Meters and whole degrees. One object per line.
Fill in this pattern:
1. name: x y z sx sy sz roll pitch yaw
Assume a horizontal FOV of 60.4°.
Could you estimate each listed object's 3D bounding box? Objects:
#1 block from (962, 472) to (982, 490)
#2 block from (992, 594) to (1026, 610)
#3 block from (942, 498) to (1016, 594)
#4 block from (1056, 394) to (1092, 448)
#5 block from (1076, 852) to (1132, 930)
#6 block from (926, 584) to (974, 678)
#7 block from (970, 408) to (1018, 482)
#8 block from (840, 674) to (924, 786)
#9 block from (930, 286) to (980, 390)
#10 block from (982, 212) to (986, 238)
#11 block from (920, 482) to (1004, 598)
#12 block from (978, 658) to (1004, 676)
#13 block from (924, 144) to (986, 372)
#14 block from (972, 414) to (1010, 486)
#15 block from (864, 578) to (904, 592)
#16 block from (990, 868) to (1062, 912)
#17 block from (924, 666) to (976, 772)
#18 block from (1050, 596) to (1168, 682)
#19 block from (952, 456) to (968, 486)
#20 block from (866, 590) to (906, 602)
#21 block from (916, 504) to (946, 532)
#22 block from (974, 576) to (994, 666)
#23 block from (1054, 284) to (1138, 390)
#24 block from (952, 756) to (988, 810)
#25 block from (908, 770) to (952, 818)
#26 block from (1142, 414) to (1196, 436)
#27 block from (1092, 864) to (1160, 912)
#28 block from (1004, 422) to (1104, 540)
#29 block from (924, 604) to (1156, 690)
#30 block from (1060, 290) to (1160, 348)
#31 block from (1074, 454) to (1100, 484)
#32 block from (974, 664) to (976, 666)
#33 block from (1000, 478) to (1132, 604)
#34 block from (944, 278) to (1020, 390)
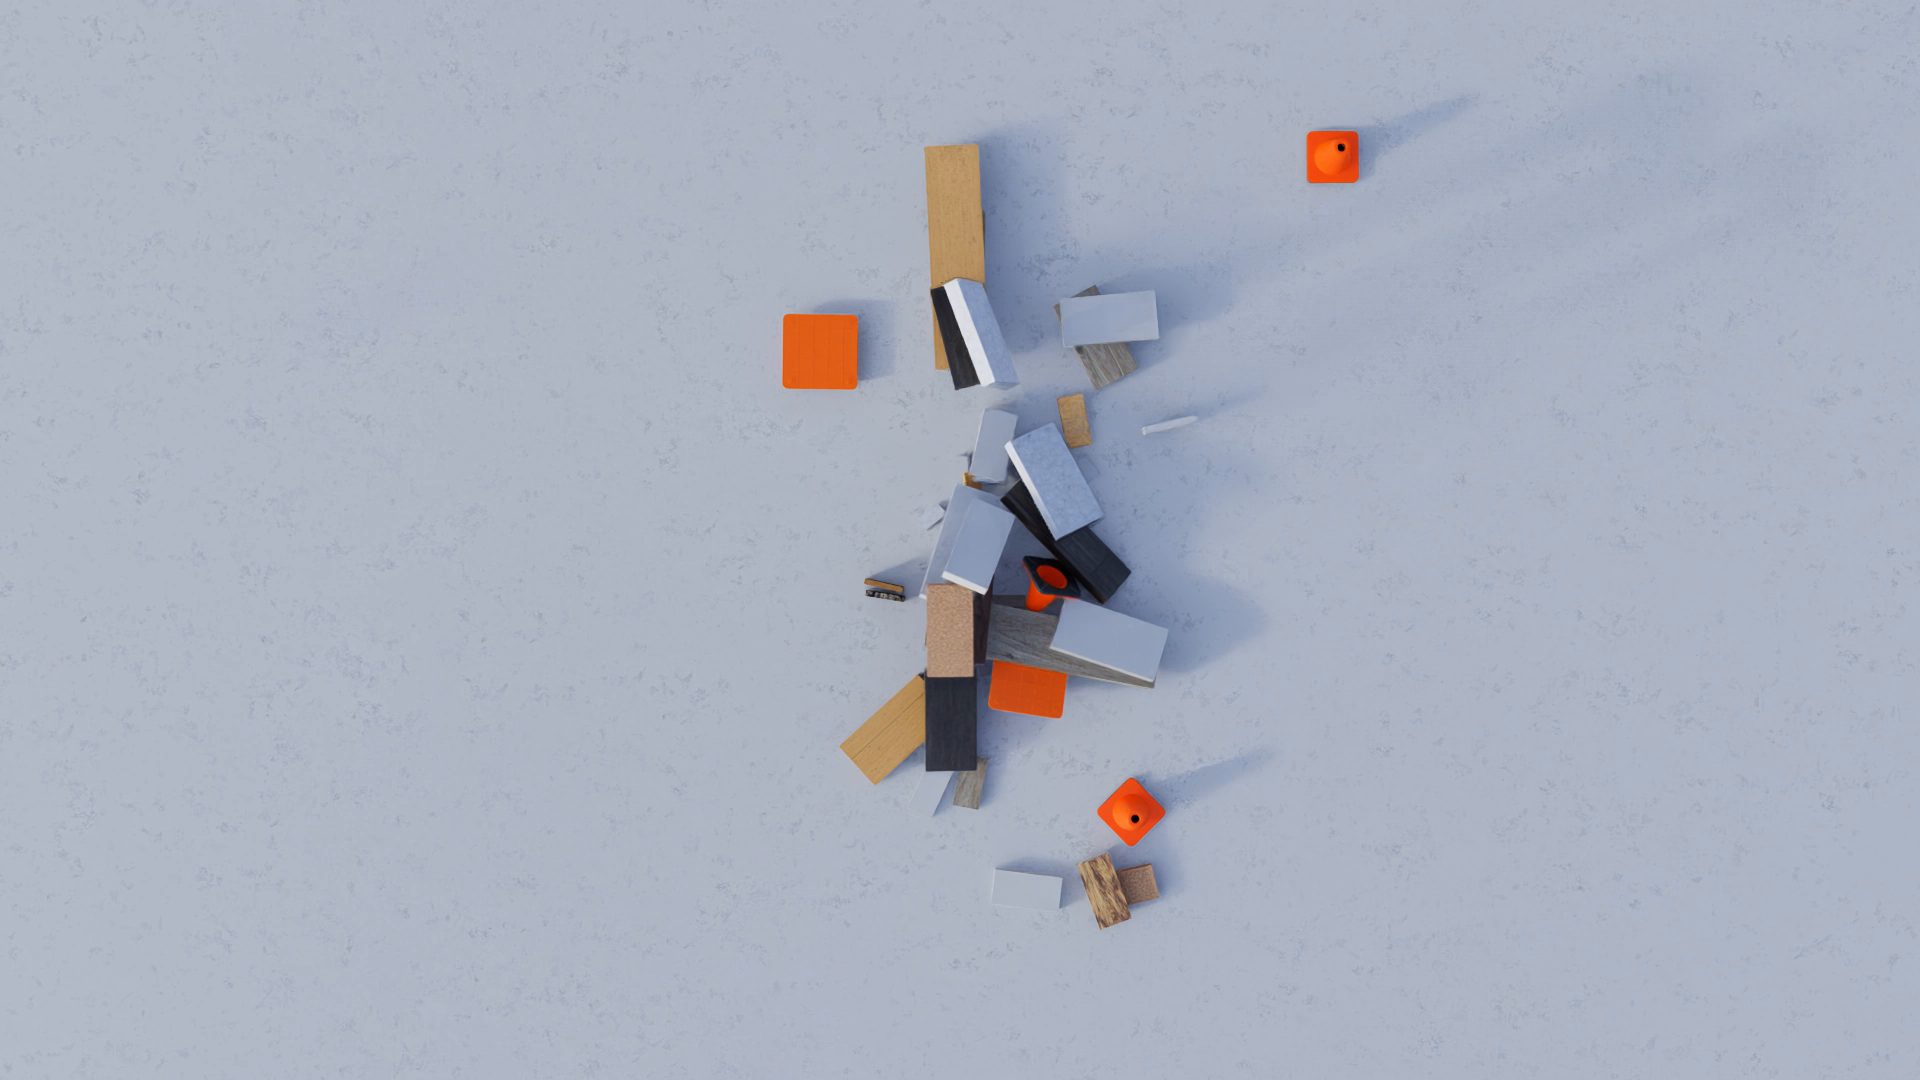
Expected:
1. block: 0.045 -0.175 5.482 0.053 0.015 0.105 -12 93 -19
2. block: 0.138 0.223 5.489 0.161 0.023 0.081 0 90 0
3. block: 0.062 0.018 5.293 0.148 0.042 0.296 23 59 -2
4. block: 0.381 -0.395 5.488 0.086 0.024 0.172 -11 90 0
5. block: 0.476 1.160 5.452 0.113 0.032 0.225 -20 90 0
6. block: -0.031 0.289 5.282 0.148 0.042 0.296 0 97 -1
7. block: 0.110 -0.314 5.437 0.112 0.032 0.225 13 85 -7
8. block: -0.210 0.629 5.475 0.353 0.050 0.176 -42 90 0
9. block: -0.002 -0.663 5.349 0.113 0.032 0.345 -14 76 0
10. block: 0.002 -0.874 5.478 0.156 0.044 0.430 1 90 0
11. block: 0.008 0.025 5.369 0.169 0.048 0.394 19 74 -3
12. block: 0.097 0.368 5.489 0.081 0.023 0.161 -7 90 0
13. block: -0.010 -0.928 5.431 0.177 0.050 0.732 -3 90 0
14. block: 0.111 -0.300 5.469 0.113 0.032 0.225 6 86 -8
15. block: -0.252 0.150 5.468 0.129 0.064 0.018 13 90 0
16. block: 0.222 1.162 5.484 0.225 0.032 0.112 7 90 0
17. block: -0.031 0.589 5.426 0.169 0.048 0.338 -1 96 -5
18. block: 0.490 0.324 5.408 0.353 0.050 0.176 18 77 -1
19. block: 0.002 -0.224 5.493 0.053 0.015 0.105 -3 90 0
20. block: -0.248 0.186 5.468 0.129 0.064 0.018 9 90 0
21. block: -0.096 -0.076 5.493 0.095 0.014 0.048 -38 90 0
22. block: 0.012 0.230 5.378 0.169 0.048 0.338 7 79 -6
23. block: 0.450 -0.671 5.478 0.156 0.044 0.312 -27 90 0
24. block: 0.036 0.803 5.488 0.086 0.024 0.173 11 90 0
25. block: -0.098 0.828 5.488 0.086 0.024 0.173 25 90 0
26. block: 0.692 -0.380 5.457 0.172 0.086 0.024 -13 90 0
27. block: 0.539 1.157 5.484 0.225 0.032 0.113 -13 90 0
28. block: 0.310 -0.194 5.413 0.177 0.050 0.355 -25 83 -25
29. block: 0.275 0.335 5.436 0.768 0.050 0.176 11 78 -3
30. block: 0.491 -0.728 5.434 0.312 0.044 0.156 -5 90 0
31. block: 0.372 -0.201 5.488 0.172 0.024 0.086 -38 90 0
32. block: -0.001 0.451 5.469 0.086 0.024 0.173 11 100 -4
33. block: 0.350 -0.012 5.429 0.481 0.042 0.148 46 59 -4
34. block: 0.070 -0.656 5.274 0.050 0.177 0.355 -24 81 26
